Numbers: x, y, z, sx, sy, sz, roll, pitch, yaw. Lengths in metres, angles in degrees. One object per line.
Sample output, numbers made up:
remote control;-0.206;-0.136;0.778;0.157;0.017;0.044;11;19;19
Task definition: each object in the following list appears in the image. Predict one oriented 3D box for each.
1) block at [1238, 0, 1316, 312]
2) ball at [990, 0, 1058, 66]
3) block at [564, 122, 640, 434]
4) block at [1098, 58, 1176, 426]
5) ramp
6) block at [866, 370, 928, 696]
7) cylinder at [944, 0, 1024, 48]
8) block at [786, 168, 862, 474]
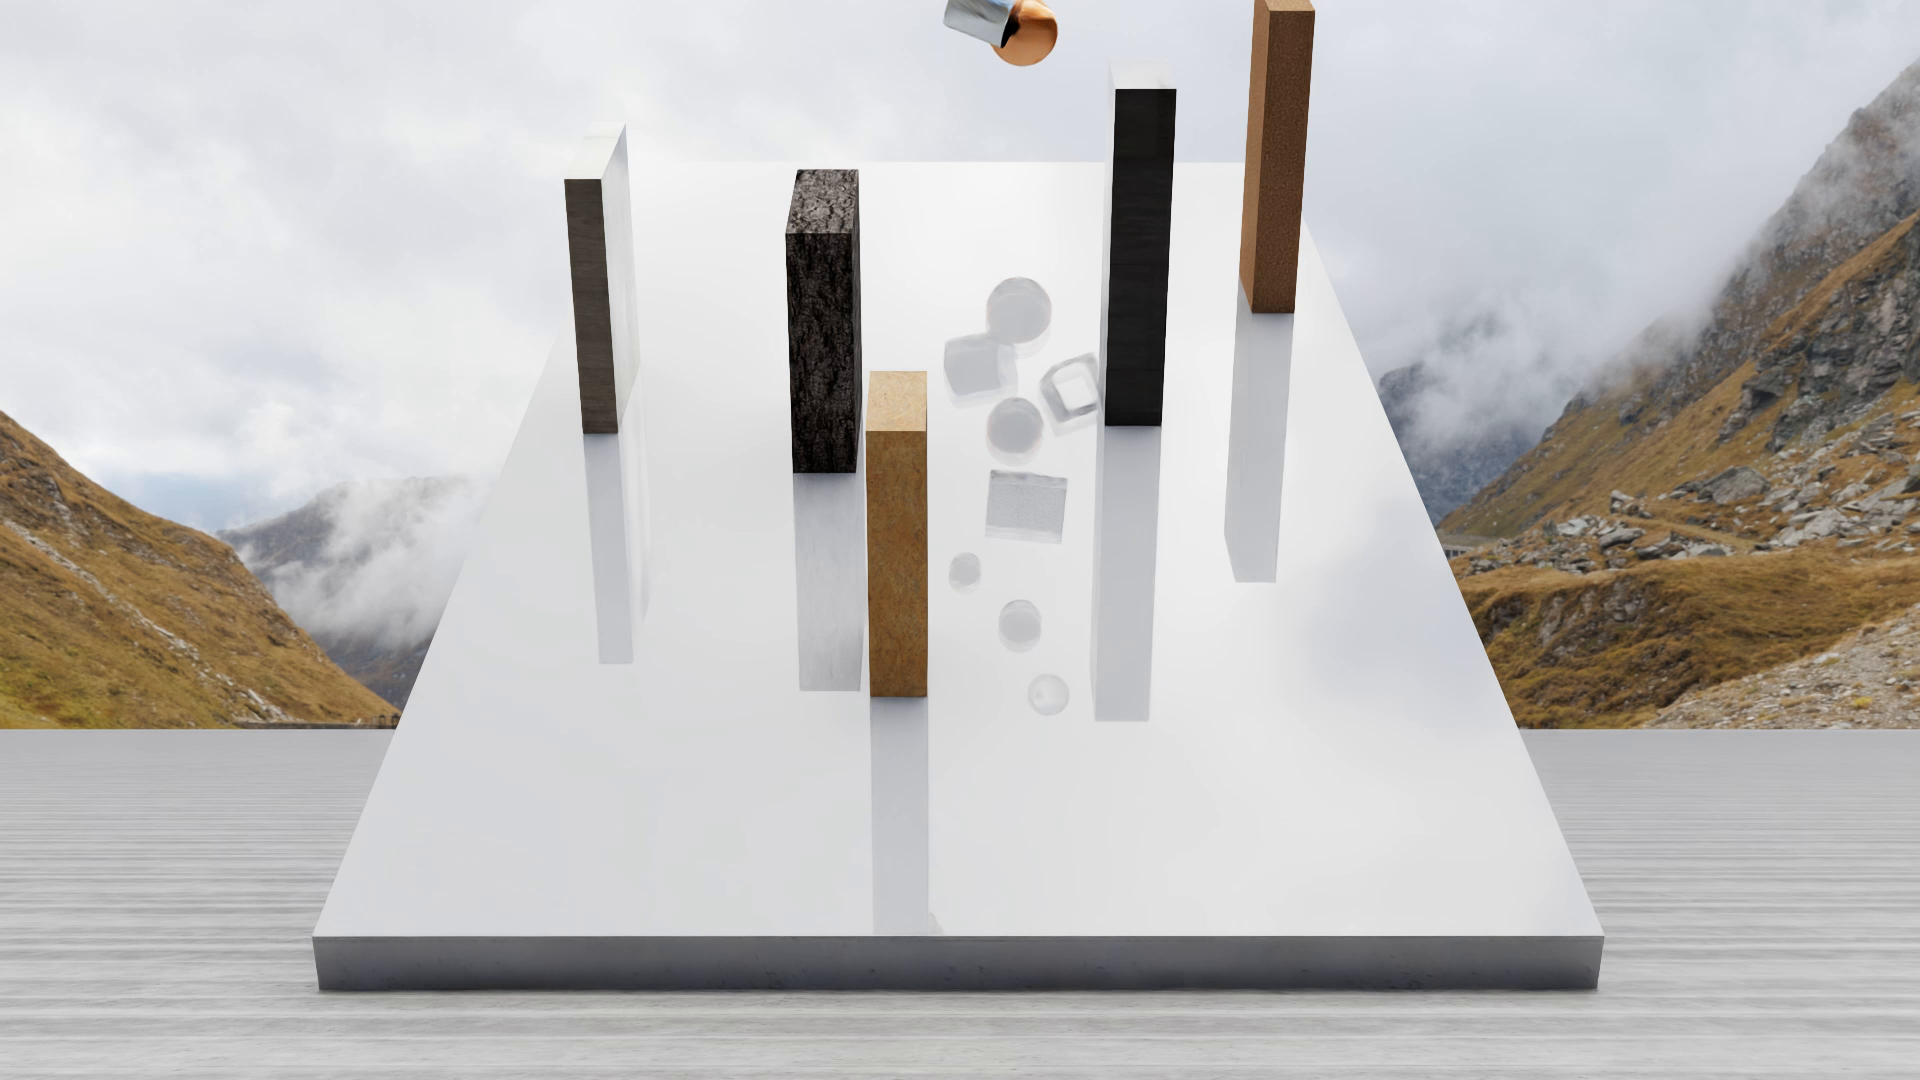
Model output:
block;0.807;-1.003;6.043;0.110;0.782;0.306;0;26;0
ball;0.185;-1.497;6.938;0.208;0.208;0.208;0;-4;0
block;-0.819;-0.608;5.438;0.081;0.602;0.432;0;26;0
block;0.399;-0.672;5.363;0.132;0.789;0.251;0;26;0
ramp;-0.010;-0.228;5.466;2.000;0.100;4.000;0;26;0
block;-0.113;-0.012;4.316;0.105;0.529;0.274;0;26;0
cylinder;0.069;-1.522;6.744;0.178;0.178;0.178;22;-3;5
block;-0.298;-0.494;5.265;0.139;0.552;0.447;0;26;0
